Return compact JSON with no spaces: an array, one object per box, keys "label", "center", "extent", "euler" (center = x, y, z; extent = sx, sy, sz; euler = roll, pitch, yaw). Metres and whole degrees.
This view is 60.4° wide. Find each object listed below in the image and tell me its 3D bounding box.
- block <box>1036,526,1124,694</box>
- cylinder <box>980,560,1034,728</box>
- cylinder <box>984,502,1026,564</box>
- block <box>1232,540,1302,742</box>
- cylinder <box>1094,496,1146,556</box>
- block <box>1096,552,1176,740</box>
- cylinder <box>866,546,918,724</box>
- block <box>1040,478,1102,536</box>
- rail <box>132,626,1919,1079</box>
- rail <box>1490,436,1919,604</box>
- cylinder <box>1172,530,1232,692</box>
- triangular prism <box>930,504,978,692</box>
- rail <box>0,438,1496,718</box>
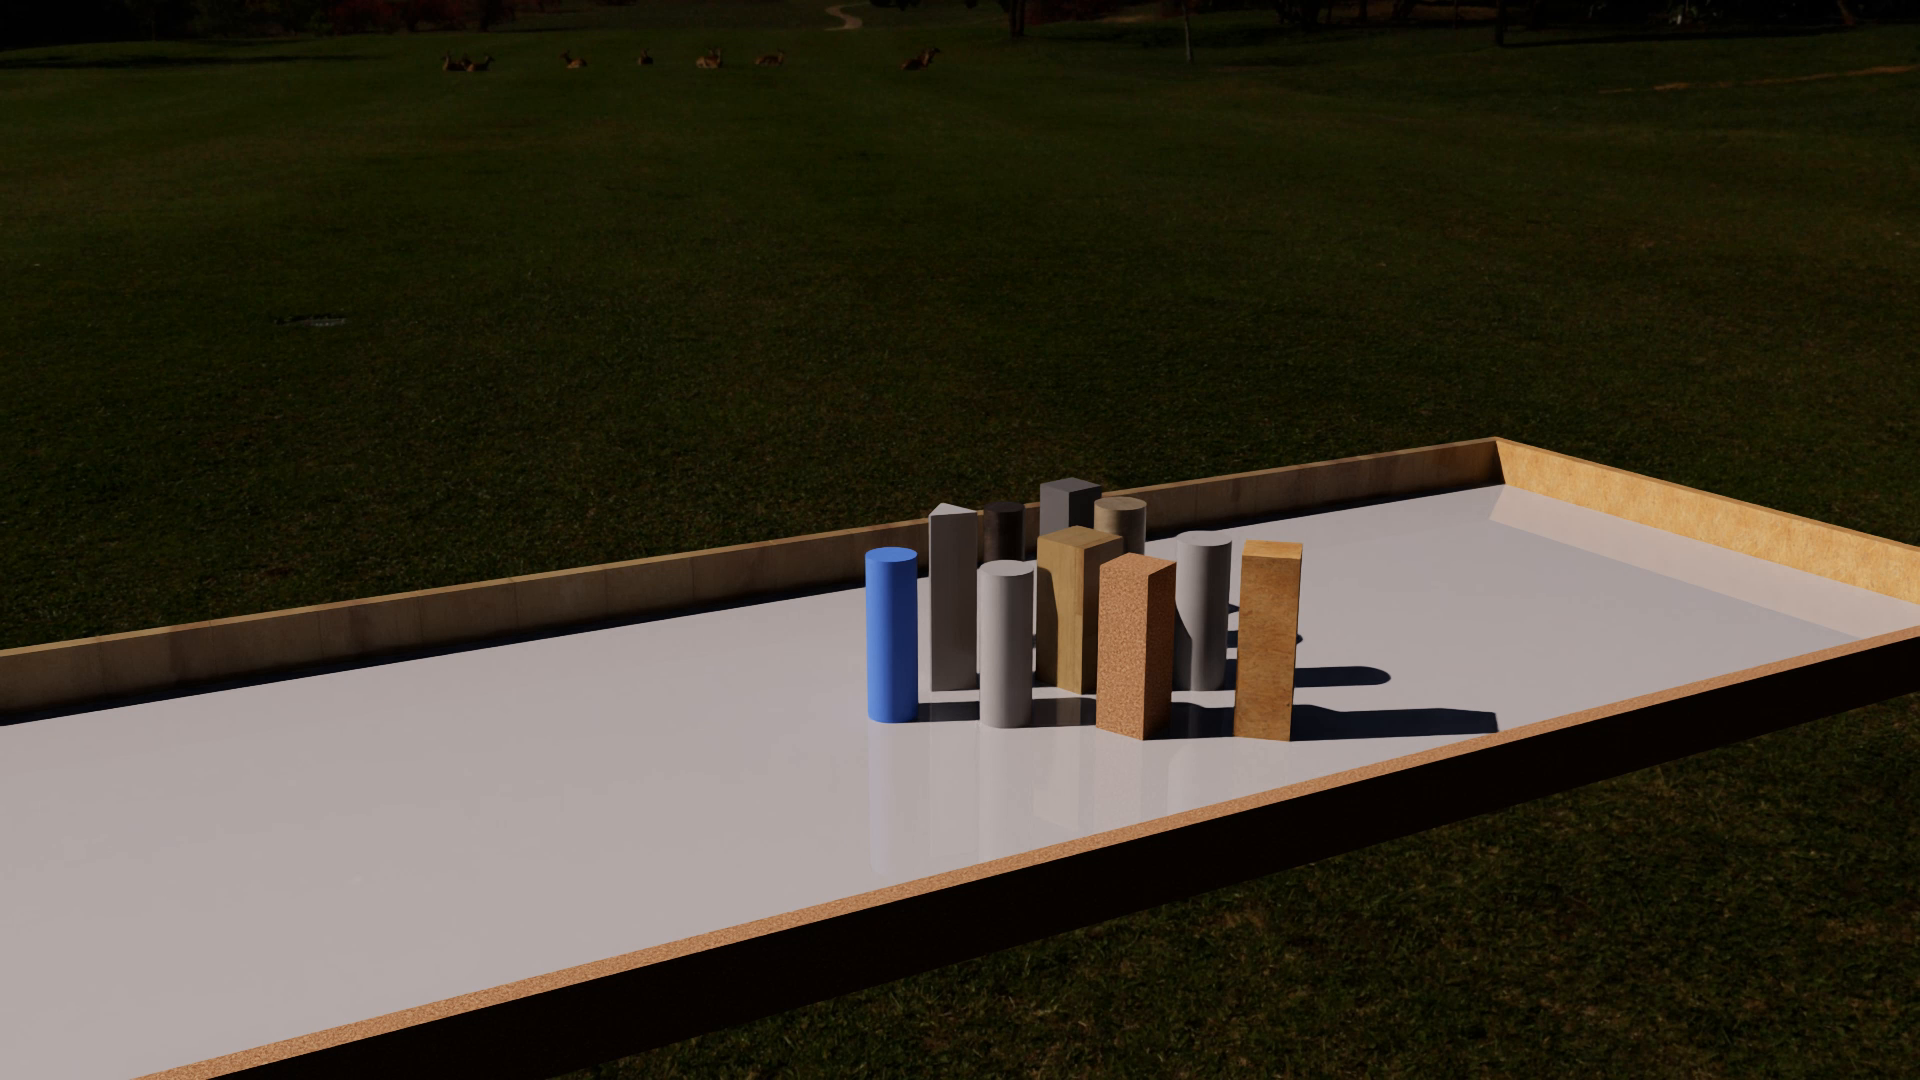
[{"label":"block","center":[0.296,0.172,4.106],"extent":[0.150,0.374,0.150],"euler":[15,22,42]},{"label":"cylinder","center":[0.108,0.244,3.861],"extent":[0.125,0.375,0.125],"euler":[0,16,0]},{"label":"cylinder","center":[0.116,0.093,4.369],"extent":[0.110,0.376,0.110],"euler":[0,16,0]},{"label":"block","center":[0.708,0.231,3.794],"extent":[0.128,0.438,0.128],"euler":[4,17,13]},{"label":"cylinder","center":[0.419,0.090,4.361],"extent":[0.136,0.388,0.136],"euler":[0,16,0]},{"label":"block","center":[0.407,0.245,3.816],"extent":[0.127,0.398,0.127],"euler":[12,20,35]},{"label":"cylinder","center":[-0.160,0.224,3.886],"extent":[0.121,0.398,0.121],"euler":[0,16,0]},{"label":"block","center":[0.306,0.026,4.603],"extent":[0.120,0.373,0.120],"euler":[-13,21,-37]},{"label":"rail","center":[-2.336,1.006,1.665],"extent":[12.000,0.150,0.050],"euler":[-9,18,-27]},{"label":"rail","center":[2.466,-0.048,5.253],"extent":[0.050,0.150,2.100],"euler":[-9,18,-27]},{"label":"cylinder","center":[0.598,0.176,4.091],"extent":[0.136,0.375,0.136],"euler":[0,16,0]},{"label":"triangular prism","center":[-0.030,0.139,4.080],"extent":[0.119,0.452,0.103],"euler":[-5,17,-15]},{"label":"rail","center":[-3.305,0.497,3.399],"extent":[12.000,0.150,0.050],"euler":[-9,18,-27]}]
